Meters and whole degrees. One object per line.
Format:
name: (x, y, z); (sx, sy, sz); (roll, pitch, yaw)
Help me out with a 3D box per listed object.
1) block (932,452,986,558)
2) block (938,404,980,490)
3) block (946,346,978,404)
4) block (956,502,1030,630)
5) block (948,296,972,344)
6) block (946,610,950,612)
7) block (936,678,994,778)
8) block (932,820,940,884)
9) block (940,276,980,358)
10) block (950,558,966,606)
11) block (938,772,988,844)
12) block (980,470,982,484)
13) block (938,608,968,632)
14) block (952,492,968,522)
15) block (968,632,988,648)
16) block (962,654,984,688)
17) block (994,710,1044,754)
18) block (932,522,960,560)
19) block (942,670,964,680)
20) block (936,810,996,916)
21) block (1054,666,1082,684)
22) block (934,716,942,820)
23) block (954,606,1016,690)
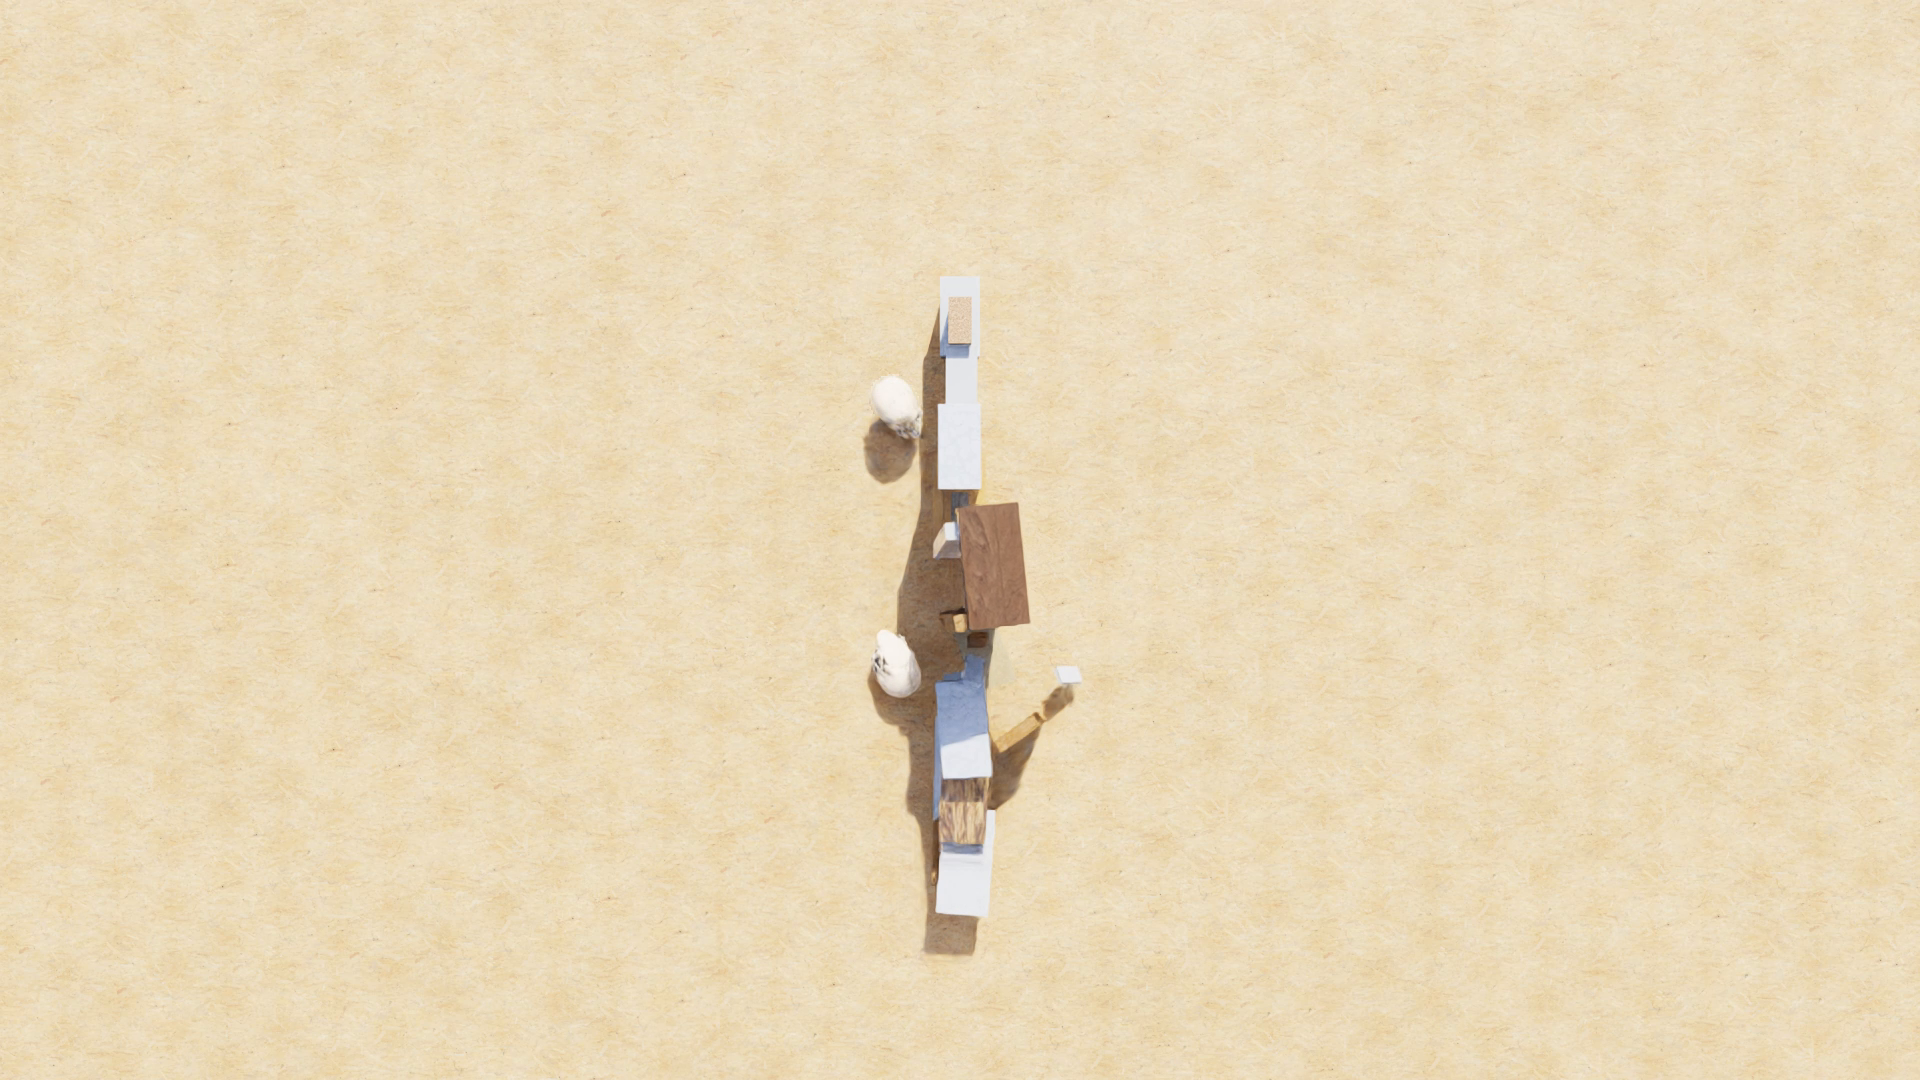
block: (0.000, -0.108, 5.149); (0.164, 0.046, 0.328); (1, 90, 0)
block: (-0.001, -0.274, 4.858); (0.125, 0.035, 0.250); (0, 90, 0)
block: (0.005, -0.501, 5.114); (0.097, 0.027, 0.194); (0, 90, 0)
block: (0.095, 0.074, 4.744); (0.176, 0.050, 0.352); (-6, 90, -7)
block: (0.000, -0.674, 5.061); (0.071, 0.020, 0.142); (0, 90, 0)
block: (0.016, 0.253, 5.358); (0.136, 0.273, 0.039); (-5, 84, -3)
block: (0.013, 0.589, 5.169); (0.152, 0.043, 0.304); (-4, 93, 7)
block: (-0.005, 0.965, 5.453); (0.169, 0.048, 0.338); (1, 82, 0)
block: (0.000, -0.707, 5.231); (0.126, 0.036, 0.251); (0, 90, 0)
block: (0.004, 0.136, 5.337); (0.076, 0.022, 0.152); (0, 90, 0)
block: (0.013, 0.817, 5.290); (0.152, 0.043, 0.304); (2, 89, 2)
block: (0.001, -0.190, 5.001); (0.125, 0.250, 0.035); (0, 90, 0)
block: (0.048, 0.233, 4.972); (0.176, 0.415, 0.050); (-10, 90, -7)
block: (-0.001, -0.091, 5.013); (0.053, 0.015, 0.105); (0, 90, 0)
block: (0.053, 0.312, 5.125); (0.057, 0.113, 0.016); (-4, 71, -3)
block: (0.042, 0.406, 5.132); (0.057, 0.113, 0.016); (16, 132, -6)
block: (0.193, 0.620, 5.344); (0.152, 0.304, 0.043); (-36, 84, 2)
block: (0.025, 0.000, 4.940); (0.176, 0.352, 0.050); (-4, 81, -7)
block: (0.018, 0.445, 5.359); (0.136, 0.273, 0.039); (-12, 85, -3)
block: (0.018, 1.039, 5.339); (0.169, 0.048, 0.338); (5, 82, -2)
block: (0.351, 0.442, 5.393); (0.016, 0.113, 0.057); (-29, 72, 32)
block: (0.000, 0.750, 5.437); (0.169, 0.048, 0.338); (0, 78, 0)
block: (0.067, 0.334, 5.202); (0.136, 0.039, 0.273); (-20, 91, -5)
